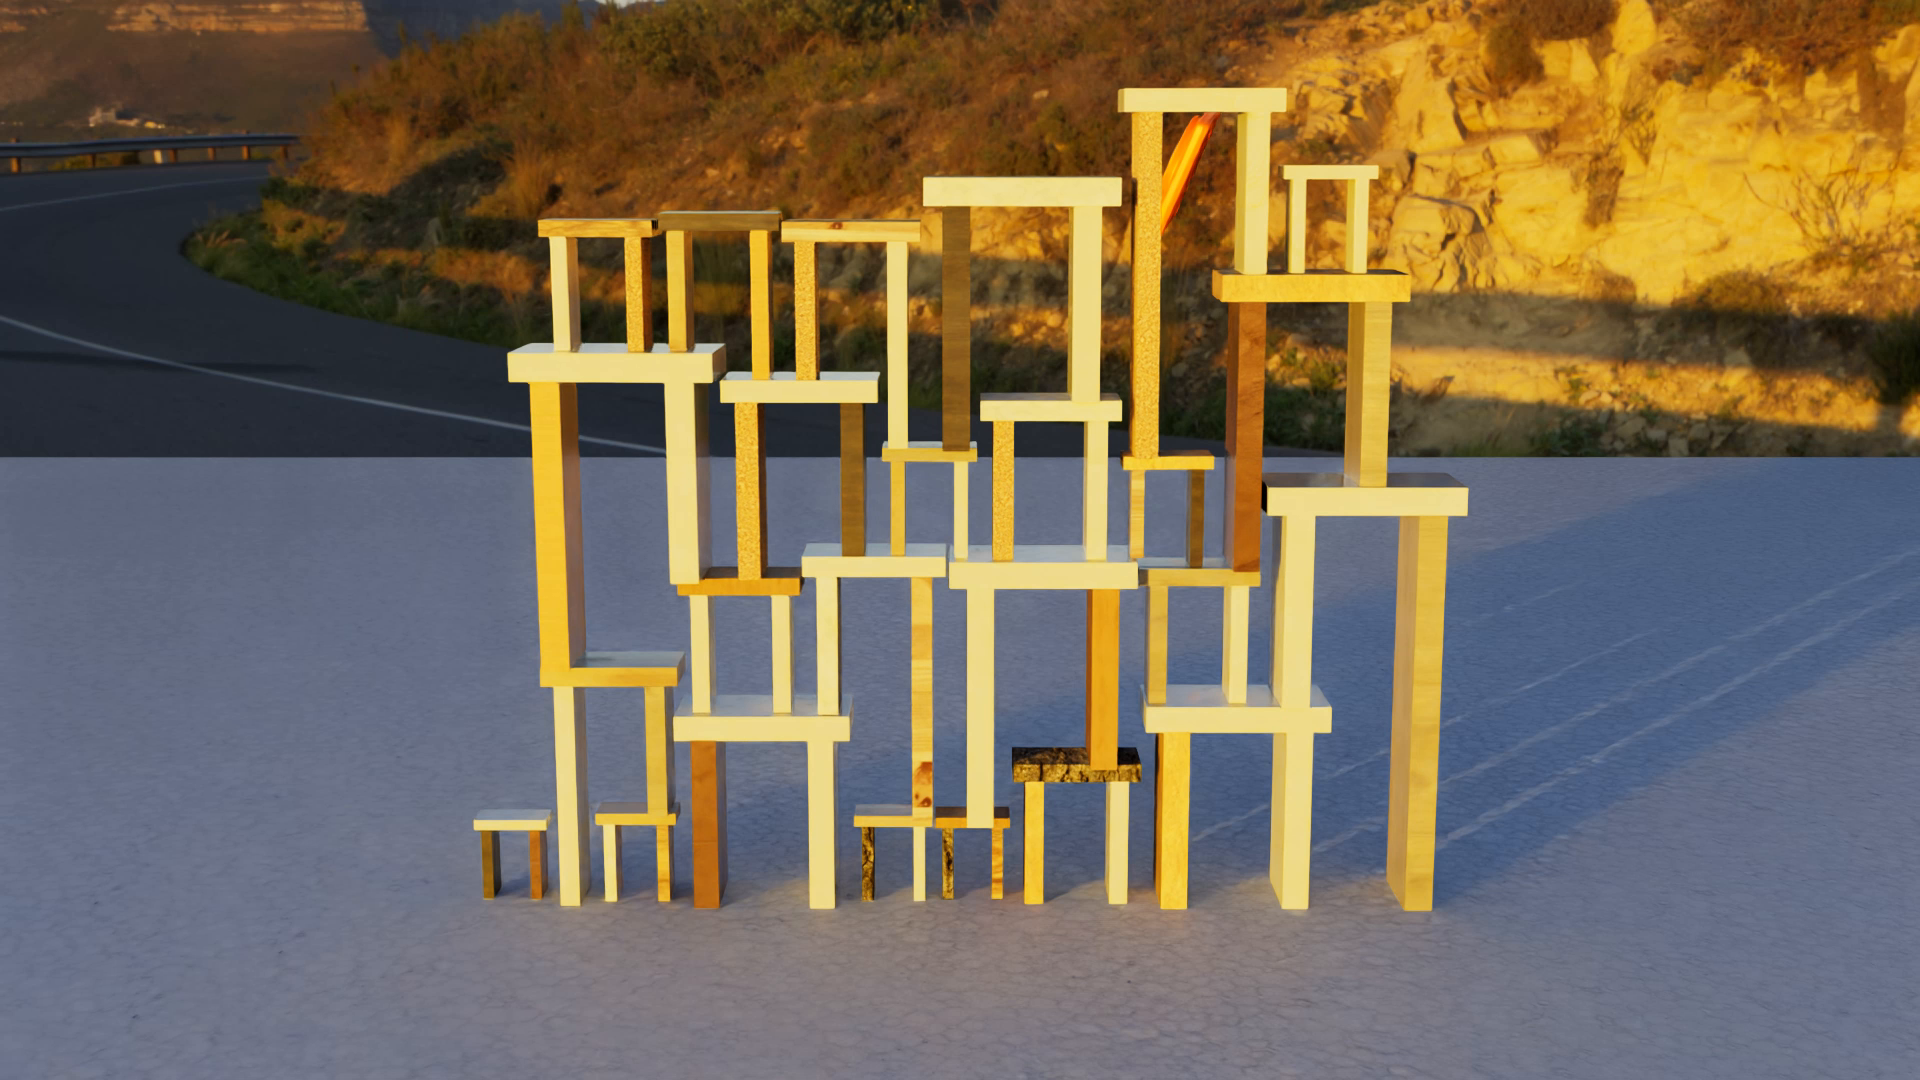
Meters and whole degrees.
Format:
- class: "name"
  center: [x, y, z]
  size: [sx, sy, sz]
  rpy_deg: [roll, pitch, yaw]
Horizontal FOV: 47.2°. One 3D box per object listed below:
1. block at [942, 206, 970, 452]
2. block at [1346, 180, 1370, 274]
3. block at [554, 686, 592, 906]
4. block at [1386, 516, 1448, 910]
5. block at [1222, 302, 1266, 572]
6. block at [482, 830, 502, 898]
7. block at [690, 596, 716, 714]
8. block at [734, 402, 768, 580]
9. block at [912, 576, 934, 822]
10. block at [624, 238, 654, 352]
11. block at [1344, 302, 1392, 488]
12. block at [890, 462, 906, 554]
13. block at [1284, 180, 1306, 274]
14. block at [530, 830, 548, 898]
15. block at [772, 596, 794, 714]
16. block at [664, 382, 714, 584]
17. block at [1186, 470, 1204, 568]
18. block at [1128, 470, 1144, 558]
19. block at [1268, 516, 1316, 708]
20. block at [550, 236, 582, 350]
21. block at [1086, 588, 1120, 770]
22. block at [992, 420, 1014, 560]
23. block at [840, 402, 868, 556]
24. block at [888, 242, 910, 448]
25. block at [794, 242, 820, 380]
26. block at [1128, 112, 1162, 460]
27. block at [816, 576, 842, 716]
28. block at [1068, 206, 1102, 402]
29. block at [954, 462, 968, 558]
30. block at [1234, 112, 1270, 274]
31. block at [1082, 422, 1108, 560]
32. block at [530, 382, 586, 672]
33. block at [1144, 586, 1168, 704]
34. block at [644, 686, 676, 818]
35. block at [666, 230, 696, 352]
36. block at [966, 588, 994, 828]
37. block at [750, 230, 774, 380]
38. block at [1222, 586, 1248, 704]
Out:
- class: "block"
  center: [-0.006, -0.340, 3.491]
  size: [0.043, 0.381, 0.152]
  rpy_deg: [0, 11, 0]
- class: "block"
  center: [0.626, -0.496, 3.465]
  size: [0.021, 0.146, 0.073]
  rpy_deg: [0, 11, 0]
- class: "block"
  center: [-0.640, 0.408, 3.633]
  size: [0.031, 0.371, 0.110]
  rpy_deg: [0, 11, 0]
- class: "block"
  center: [0.748, 0.269, 3.607]
  size: [0.044, 0.654, 0.157]
  rpy_deg: [0, 11, 0]
- class: "block"
  center: [0.455, -0.173, 3.525]
  size: [0.041, 0.428, 0.146]
  rpy_deg: [0, 11, 0]
- class: "block"
  center: [-0.780, 0.531, 3.662]
  size: [0.017, 0.119, 0.059]
  rpy_deg: [0, 11, 0]
- class: "block"
  center: [-0.419, 0.175, 3.593]
  size: [0.028, 0.195, 0.098]
  rpy_deg: [0, 11, 0]
- class: "block"
  center: [-0.335, -0.088, 3.544]
  size: [0.035, 0.285, 0.123]
  rpy_deg: [0, 11, 1]
- class: "block"
  center: [-0.061, 0.248, 3.600]
  size: [0.032, 0.406, 0.114]
  rpy_deg: [0, 11, 0]
- class: "block"
  center: [-0.507, -0.392, 3.476]
  size: [0.025, 0.177, 0.089]
  rpy_deg: [0, 11, 2]
- class: "block"
  center: [0.650, -0.240, 3.511]
  size: [0.041, 0.292, 0.146]
  rpy_deg: [0, 11, 0]
- class: "block"
  center: [-0.099, -0.058, 3.543]
  size: [0.021, 0.150, 0.075]
  rpy_deg: [0, 11, 0]
- class: "block"
  center: [0.528, -0.496, 3.465]
  size: [0.021, 0.146, 0.073]
  rpy_deg: [0, 11, 0]
- class: "block"
  center: [-0.701, 0.531, 3.662]
  size: [0.017, 0.119, 0.059]
  rpy_deg: [0, 11, 0]
- class: "block"
  center: [-0.288, 0.176, 3.592]
  size: [0.028, 0.195, 0.098]
  rpy_deg: [0, 11, 0]
- class: "block"
  center: [-0.434, -0.102, 3.528]
  size: [0.045, 0.320, 0.160]
  rpy_deg: [0, 11, 2]
- class: "block"
  center: [0.379, -0.041, 3.551]
  size: [0.020, 0.160, 0.072]
  rpy_deg: [0, 11, 0]
- class: "block"
  center: [0.284, -0.049, 3.549]
  size: [0.020, 0.143, 0.072]
  rpy_deg: [0, 11, 0]
- class: "block"
  center: [0.538, 0.102, 3.575]
  size: [0.044, 0.314, 0.157]
  rpy_deg: [0, 11, 0]
- class: "block"
  center: [-0.624, -0.393, 3.481]
  size: [0.025, 0.177, 0.089]
  rpy_deg: [0, 11, 2]
- class: "block"
  center: [0.232, 0.210, 3.595]
  size: [0.042, 0.299, 0.149]
  rpy_deg: [0, 11, 0]
- class: "block"
  center: [0.069, -0.088, 3.542]
  size: [0.032, 0.223, 0.112]
  rpy_deg: [0, 11, 0]
- class: "block"
  center: [-0.170, -0.106, 3.540]
  size: [0.035, 0.247, 0.123]
  rpy_deg: [0, 11, 0]
- class: "block"
  center: [-0.098, -0.314, 3.503]
  size: [0.030, 0.325, 0.108]
  rpy_deg: [0, 11, 0]
- class: "block"
  center: [-0.242, -0.368, 3.492]
  size: [0.030, 0.215, 0.108]
  rpy_deg: [0, 11, 0]
- class: "block"
  center: [0.293, -0.403, 3.482]
  size: [0.035, 0.538, 0.124]
  rpy_deg: [0, 11, -1]
- class: "block"
  center: [-0.213, 0.160, 3.585]
  size: [0.032, 0.229, 0.114]
  rpy_deg: [0, 11, 0]
- class: "block"
  center: [0.197, -0.378, 3.485]
  size: [0.043, 0.304, 0.152]
  rpy_deg: [0, 11, 0]
- class: "block"
  center: [0.002, -0.055, 3.544]
  size: [0.021, 0.156, 0.075]
  rpy_deg: [0, 11, 0]
- class: "block"
  center: [0.459, -0.546, 3.457]
  size: [0.035, 0.248, 0.124]
  rpy_deg: [0, 11, 0]
- class: "block"
  center: [0.218, -0.088, 3.543]
  size: [0.032, 0.223, 0.112]
  rpy_deg: [0, 11, 0]
- class: "block"
  center: [-0.647, -0.033, 3.549]
  size: [0.045, 0.464, 0.160]
  rpy_deg: [0, 11, 0]
- class: "block"
  center: [0.319, 0.161, 3.586]
  size: [0.028, 0.194, 0.097]
  rpy_deg: [0, 11, 0]
- class: "block"
  center: [-0.493, 0.334, 3.619]
  size: [0.031, 0.221, 0.110]
  rpy_deg: [0, 11, 0]
- class: "block"
  center: [-0.441, -0.397, 3.479]
  size: [0.027, 0.187, 0.094]
  rpy_deg: [0, 11, 2]
- class: "block"
  center: [0.033, 0.258, 3.603]
  size: [0.042, 0.396, 0.149]
  rpy_deg: [0, 11, 0]
- class: "block"
  center: [-0.314, -0.376, 3.492]
  size: [0.027, 0.232, 0.094]
  rpy_deg: [0, 11, 0]
- class: "block"
  center: [0.449, 0.161, 3.586]
  size: [0.028, 0.194, 0.097]
  rpy_deg: [0, 11, 0]
